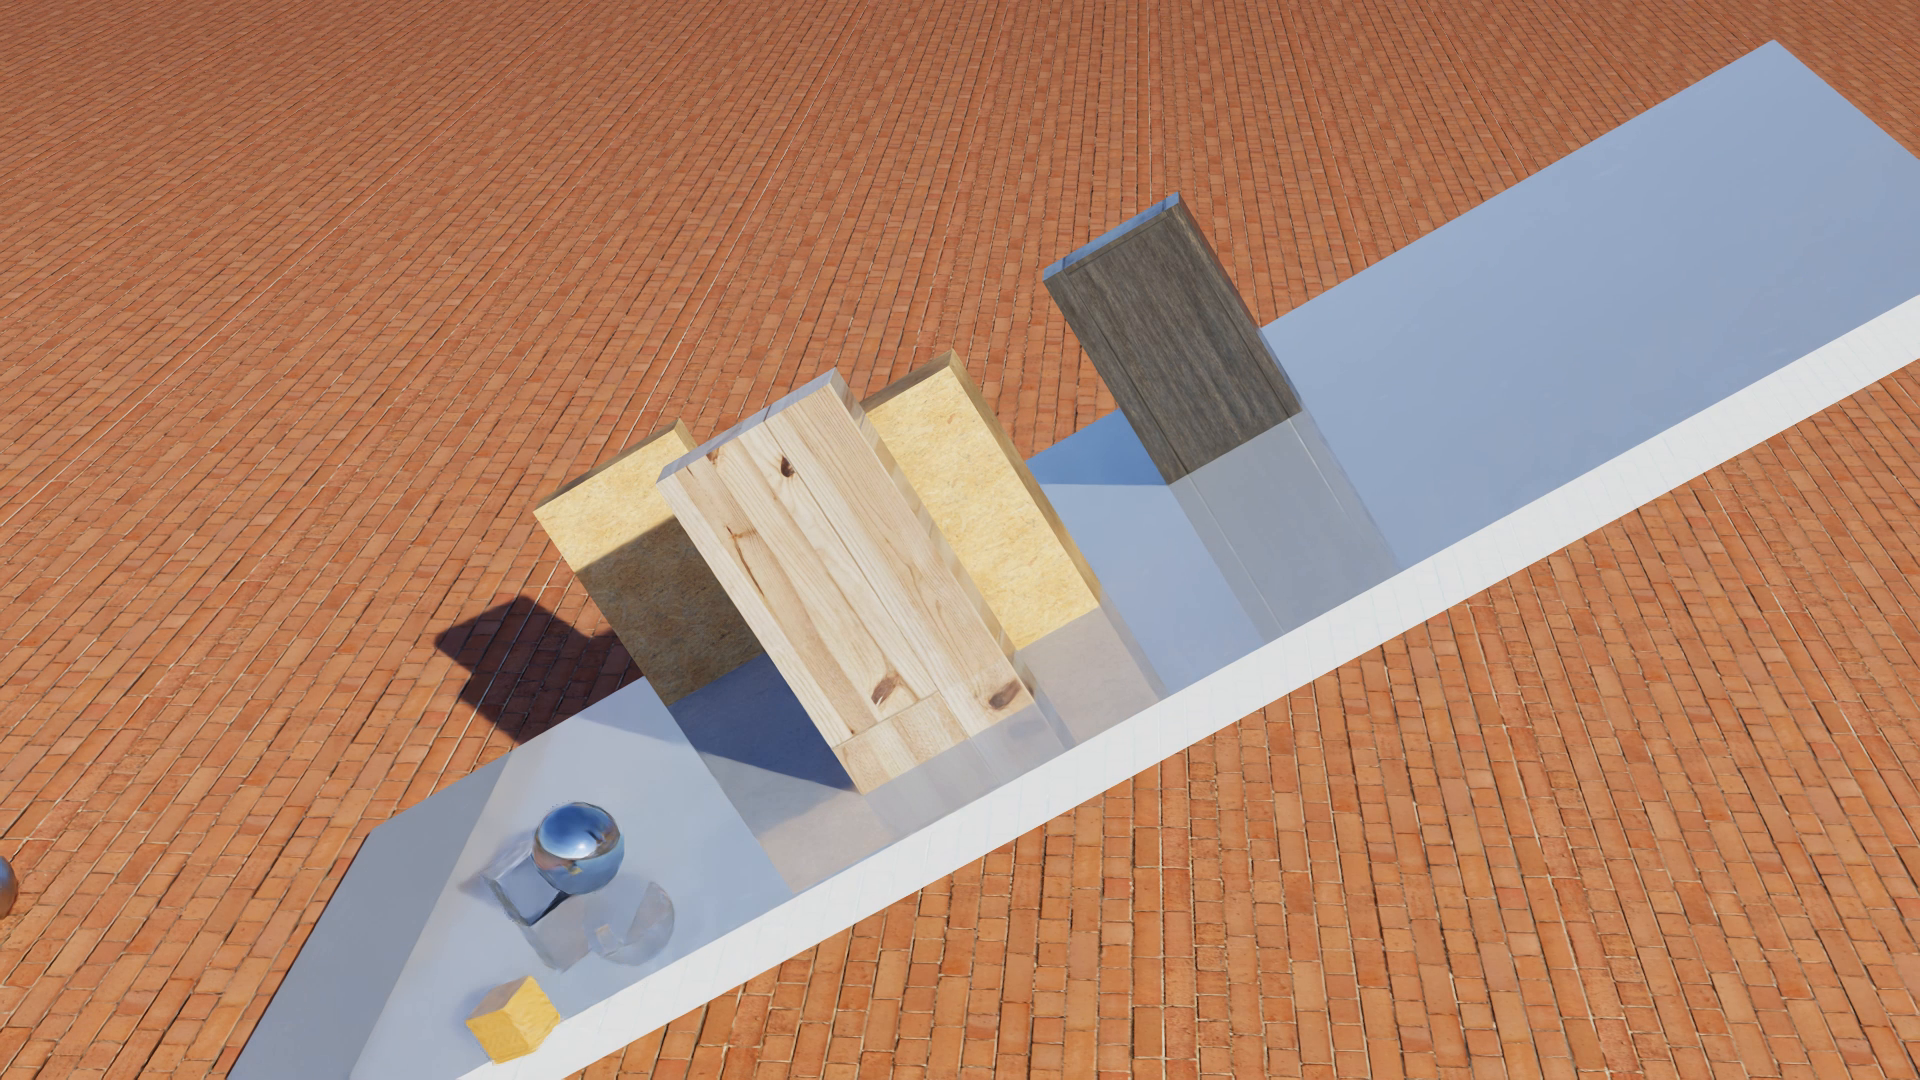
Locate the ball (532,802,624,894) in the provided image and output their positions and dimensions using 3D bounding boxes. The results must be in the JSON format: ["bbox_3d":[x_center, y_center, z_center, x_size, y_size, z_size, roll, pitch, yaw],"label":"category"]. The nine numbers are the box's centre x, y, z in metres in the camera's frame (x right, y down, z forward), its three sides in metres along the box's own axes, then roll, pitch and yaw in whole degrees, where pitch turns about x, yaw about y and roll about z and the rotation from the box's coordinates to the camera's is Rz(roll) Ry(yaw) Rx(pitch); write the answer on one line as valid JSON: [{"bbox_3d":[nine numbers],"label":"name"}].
[{"bbox_3d":[-0.793,0.641,6.117,0.191,0.191,0.191,0,19,0],"label":"ball"}]

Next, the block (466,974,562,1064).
[{"bbox_3d":[-0.841,0.903,5.539,0.105,0.105,0.105,-22,18,34],"label":"block"}]

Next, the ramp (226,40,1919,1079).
[{"bbox_3d":[0.141,0.169,6.288,4.000,0.100,2.000,-29,15,13],"label":"ramp"}]

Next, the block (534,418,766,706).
[{"bbox_3d":[-0.685,0.057,7.015,0.401,0.576,0.096,-29,15,13],"label":"block"}]

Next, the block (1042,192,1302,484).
[{"bbox_3d":[0.458,-0.431,6.325,0.334,0.529,0.110,-29,15,13],"label":"block"}]

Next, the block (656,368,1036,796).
[{"bbox_3d":[-0.212,0.085,5.631,0.391,0.737,0.109,-29,15,13],"label":"block"}]

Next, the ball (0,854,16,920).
[{"bbox_3d":[-2.445,0.862,7.283,0.209,0.209,0.209,0,19,0],"label":"ball"}]

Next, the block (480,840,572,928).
[{"bbox_3d":[-0.914,0.726,6.226,0.124,0.124,0.124,-38,16,-20],"label":"block"}]

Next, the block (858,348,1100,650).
[{"bbox_3d":[0.030,-0.068,5.934,0.244,0.581,0.132,-29,15,13],"label":"block"}]
